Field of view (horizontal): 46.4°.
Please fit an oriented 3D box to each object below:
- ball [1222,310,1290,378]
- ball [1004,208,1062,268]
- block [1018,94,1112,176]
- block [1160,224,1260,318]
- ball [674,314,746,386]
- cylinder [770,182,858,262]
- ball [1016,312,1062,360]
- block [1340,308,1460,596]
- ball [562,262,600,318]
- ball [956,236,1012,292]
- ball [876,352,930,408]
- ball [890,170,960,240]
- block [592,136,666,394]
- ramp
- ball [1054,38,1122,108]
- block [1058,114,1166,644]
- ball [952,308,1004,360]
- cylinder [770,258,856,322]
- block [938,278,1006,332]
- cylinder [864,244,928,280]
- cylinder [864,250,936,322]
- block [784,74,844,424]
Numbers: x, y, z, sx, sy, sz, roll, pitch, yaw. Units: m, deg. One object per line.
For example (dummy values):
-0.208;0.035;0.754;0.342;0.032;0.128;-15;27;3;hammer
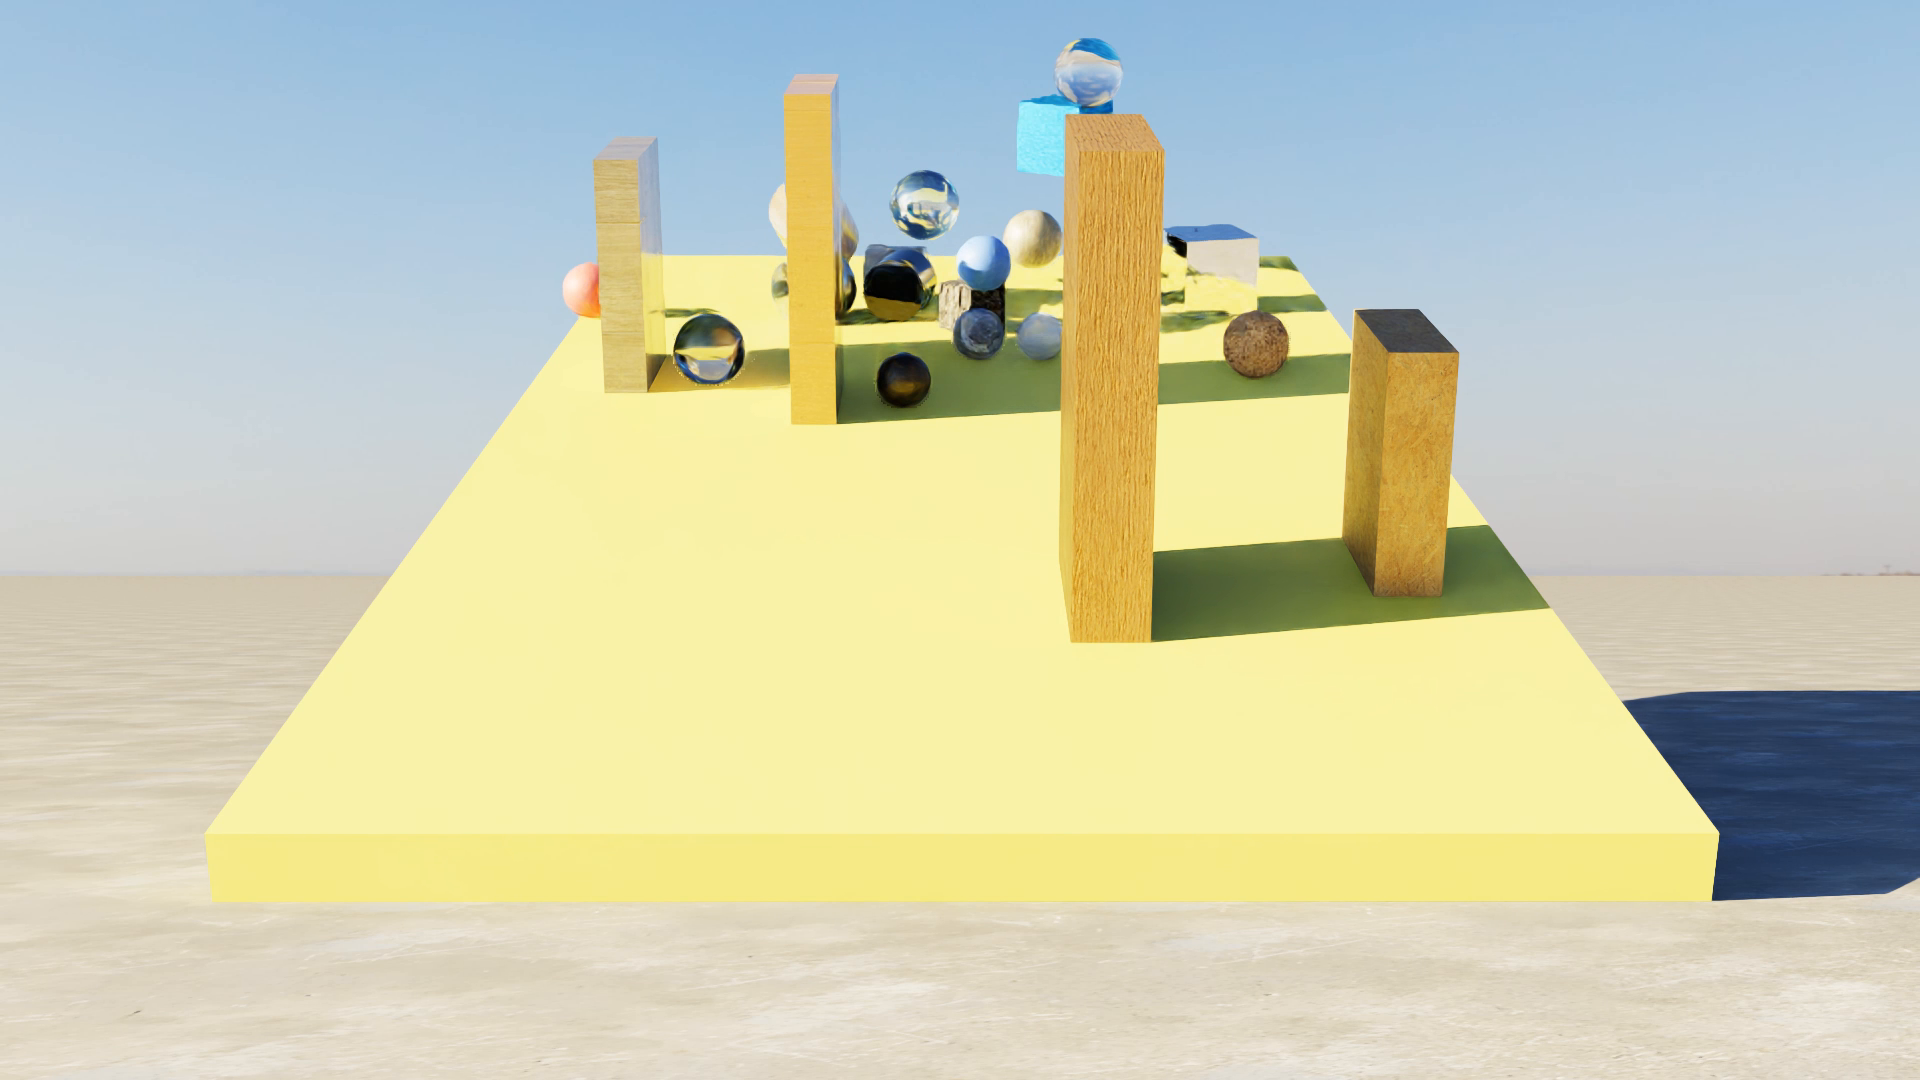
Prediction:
0.700;-0.463;5.296;0.159;0.159;0.159;0;-1;0;ball
0.207;-0.852;6.340;0.168;0.168;0.168;0;-1;0;ball
0.299;-1.153;6.385;0.195;0.195;0.195;12;22;31;block
0.665;-0.724;6.014;0.205;0.205;0.205;-5;19;-15;block
-0.584;-0.445;5.224;0.168;0.168;0.168;0;-1;0;ball
-0.389;-0.843;5.987;0.197;0.197;0.197;0;-18;11;cylinder
0.197;-0.498;5.471;0.117;0.117;0.117;0;-1;0;ball
0.768;-0.159;3.938;0.117;0.429;0.340;0;18;0;block
-0.977;-0.660;5.914;0.144;0.144;0.144;0;-1;0;ball
0.061;-0.699;5.658;0.141;0.141;0.141;0;-1;0;ball
-0.127;-0.359;5.036;0.123;0.123;0.123;0;-1;0;ball
-0.093;-0.887;5.933;0.185;0.185;0.185;0;-1;0;ball
-0.771;-0.651;5.258;0.099;0.537;0.366;0;18;0;block
-0.004;-0.188;4.872;2.000;0.100;4.000;0;18;0;ramp
0.352;-1.286;6.162;0.191;0.191;0.191;0;-1;0;ball
0.244;-0.277;3.710;0.130;0.794;0.429;0;18;0;block
0.045;-0.504;5.475;0.126;0.126;0.126;0;-1;0;ball
-0.385;-0.663;5.893;0.160;0.160;0.160;-17;10;-38;cylinder
0.031;-0.605;5.788;0.121;0.121;0.121;-15;24;-39;block
-0.173;-0.723;6.091;0.156;0.156;0.156;3;0;7;cylinder
-0.158;-0.674;5.930;0.164;0.164;0.164;0;18;12;cylinder
-0.321;-0.650;4.971;0.098;0.715;0.371;0;18;0;block
